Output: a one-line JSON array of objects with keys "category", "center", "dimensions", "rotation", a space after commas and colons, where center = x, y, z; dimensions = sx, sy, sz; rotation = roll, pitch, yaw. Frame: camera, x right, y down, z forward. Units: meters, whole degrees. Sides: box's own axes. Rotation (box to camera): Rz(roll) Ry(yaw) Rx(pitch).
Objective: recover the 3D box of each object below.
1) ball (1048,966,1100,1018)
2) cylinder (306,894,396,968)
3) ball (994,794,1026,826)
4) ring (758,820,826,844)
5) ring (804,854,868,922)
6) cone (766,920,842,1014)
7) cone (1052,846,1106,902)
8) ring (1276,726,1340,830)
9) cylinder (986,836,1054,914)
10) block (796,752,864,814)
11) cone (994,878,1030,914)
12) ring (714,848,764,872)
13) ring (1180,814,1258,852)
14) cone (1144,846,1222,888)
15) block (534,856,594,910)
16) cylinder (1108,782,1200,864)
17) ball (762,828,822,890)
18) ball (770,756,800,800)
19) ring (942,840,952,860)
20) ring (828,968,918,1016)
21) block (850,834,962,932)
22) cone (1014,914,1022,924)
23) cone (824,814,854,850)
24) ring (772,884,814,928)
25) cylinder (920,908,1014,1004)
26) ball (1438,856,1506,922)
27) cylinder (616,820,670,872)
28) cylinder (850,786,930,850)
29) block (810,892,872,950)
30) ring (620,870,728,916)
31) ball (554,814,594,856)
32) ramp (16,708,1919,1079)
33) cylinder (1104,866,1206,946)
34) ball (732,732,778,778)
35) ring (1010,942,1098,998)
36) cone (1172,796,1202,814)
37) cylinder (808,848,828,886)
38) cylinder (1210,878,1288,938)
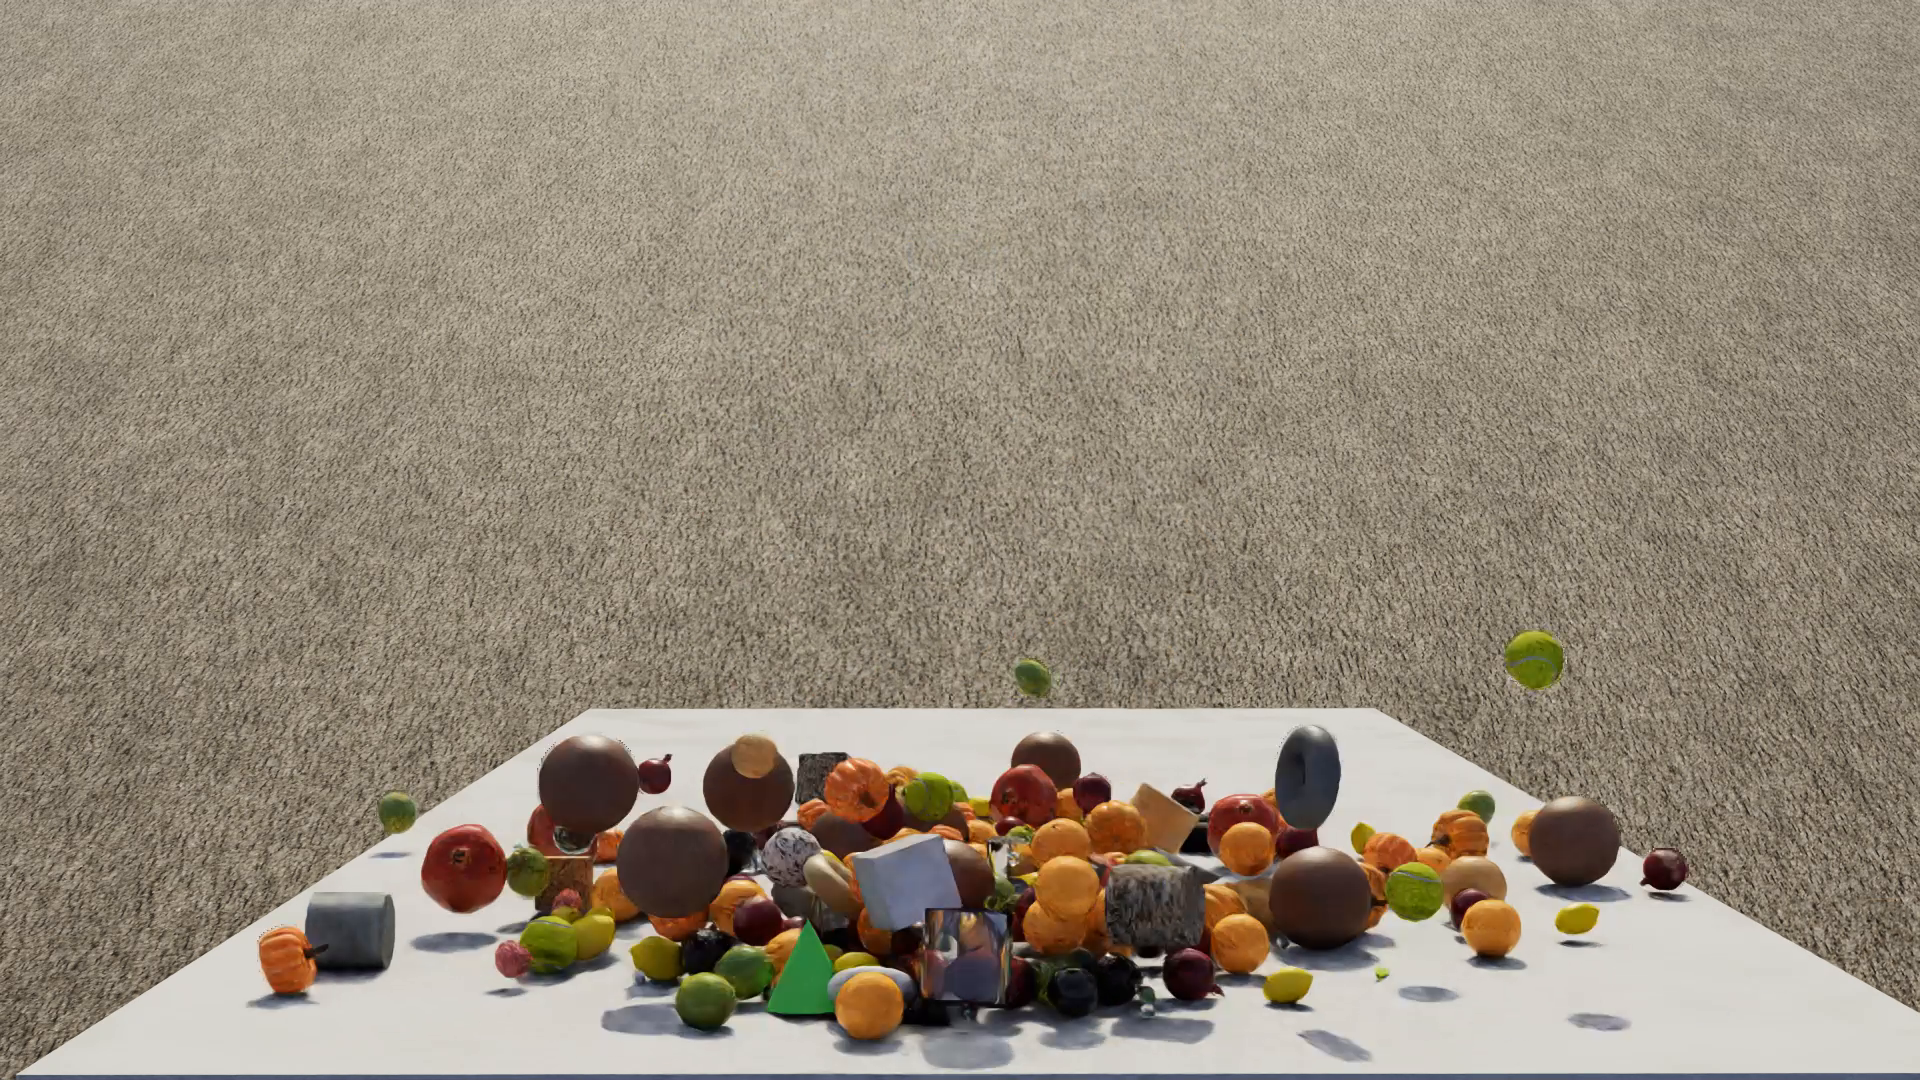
[{"category": "ball", "center": [0.124, 0.495, 2.824], "dimensions": [0.057, 0.057, 0.057], "rotation": [0, 26, 0]}, {"category": "cylinder", "center": [-0.736, 0.473, 3.118], "dimensions": [0.090, 0.090, 0.090], "rotation": [0, 26, -1]}, {"category": "ball", "center": [0.086, 0.458, 4.379], "dimensions": [0.055, 0.055, 0.055], "rotation": [0, 26, 0]}, {"category": "ring", "center": [-0.270, 0.473, 4.147], "dimensions": [0.110, 0.037, 0.110], "rotation": [-1, 1, 0]}, {"category": "ring", "center": [-0.146, 0.422, 3.128], "dimensions": [0.104, 0.035, 0.104], "rotation": [40, 4, -4]}, {"category": "cone", "center": [-0.168, 0.470, 2.872], "dimensions": [0.099, 0.099, 0.099], "rotation": [-2, -2, 0]}, {"category": "cone", "center": [0.134, 0.398, 3.161], "dimensions": [0.065, 0.065, 0.065], "rotation": [-25, 62, -41]}, {"category": "ring", "center": [0.393, 0.269, 2.918], "dimensions": [0.040, 0.120, 0.120], "rotation": [8, 23, -16]}, {"category": "cylinder", "center": [0.083, 0.459, 3.546], "dimensions": [0.094, 0.094, 0.094], "rotation": [0, 1, 0]}, {"category": "block", "center": [-0.226, 0.422, 4.467], "dimensions": [0.086, 0.086, 0.086], "rotation": [-3, -21, 20]}, {"category": "cone", "center": [0.078, 0.490, 3.464], "dimensions": [0.054, 0.054, 0.054], "rotation": [-8, 20, -16]}, {"category": "ring", "center": [-0.329, 0.484, 3.888], "dimensions": [0.087, 0.029, 0.087], "rotation": [0, 0, 0]}, {"category": "ring", "center": [0.400, 0.468, 4.116], "dimensions": [0.148, 0.049, 0.148], "rotation": [-1, 2, 0]}, {"category": "cone", "center": [0.304, 0.452, 3.439], "dimensions": [0.095, 0.095, 0.095], "rotation": [-3, 26, -13]}, {"category": "block", "center": [-0.541, 0.468, 3.524], "dimensions": [0.071, 0.071, 0.071], "rotation": [0, -5, -1]}, {"category": "cylinder", "center": [0.274, 0.407, 3.648], "dimensions": [0.095, 0.095, 0.095], "rotation": [33, 0, 0]}, {"category": "ball", "center": [-0.210, 0.399, 3.229], "dimensions": [0.076, 0.076, 0.076], "rotation": [0, 26, 0]}, {"category": "ball", "center": [-0.307, 0.436, 4.718], "dimensions": [0.081, 0.081, 0.081], "rotation": [0, 26, 0]}, {"category": "ring", "center": [-0.058, 0.480, 3.969], "dimensions": [0.095, 0.032, 0.095], "rotation": [-1, 1, 0]}, {"category": "ring", "center": [-0.095, 0.492, 2.812], "dimensions": [0.100, 0.100, 0.033], "rotation": [1, 63, 2]}, {"category": "block", "center": [-0.061, 0.390, 2.943], "dimensions": [0.085, 0.085, 0.085], "rotation": [-17, 1, -20]}, {"category": "cone", "center": [0.051, 0.472, 3.165], "dimensions": [0.061, 0.061, 0.061], "rotation": [-28, 29, -1]}, {"category": "cone", "center": [-0.203, 0.478, 4.119], "dimensions": [0.057, 0.057, 0.057], "rotation": [13, 36, 25]}, {"category": "ring", "center": [-0.205, 0.474, 3.344], "dimensions": [0.093, 0.093, 0.031], "rotation": [21, 61, 37]}, {"category": "cylinder", "center": [0.007, 0.443, 2.744], "dimensions": [0.095, 0.095, 0.095], "rotation": [4, -11, 1]}, {"category": "ball", "center": [0.683, 0.464, 3.436], "dimensions": [0.089, 0.089, 0.089], "rotation": [0, 26, 0]}, {"category": "cylinder", "center": [-0.464, 0.448, 3.780], "dimensions": [0.056, 0.056, 0.056], "rotation": [-48, 42, -11]}, {"category": "cylinder", "center": [-0.112, 0.445, 4.113], "dimensions": [0.094, 0.094, 0.094], "rotation": [15, 9, 28]}, {"category": "block", "center": [-0.149, 0.471, 3.230], "dimensions": [0.061, 0.061, 0.061], "rotation": [-2, 58, -14]}, {"category": "ring", "center": [-0.390, 0.483, 3.520], "dimensions": [0.149, 0.050, 0.149], "rotation": [1, 1, 0]}, {"category": "ball", "center": [-0.535, 0.409, 3.574], "dimensions": [0.056, 0.056, 0.056], "rotation": [0, 26, 0]}, {"category": "ramp", "center": [0.059, 0.530, 4.567], "dimensions": [2.000, 0.100, 4.000], "rotation": [0, 1, 0]}, {"category": "cylinder", "center": [0.218, 0.408, 2.878], "dimensions": [0.089, 0.089, 0.089], "rotation": [-3, 23, 22]}, {"category": "ball", "center": [-0.269, 0.282, 3.380], "dimensions": [0.061, 0.061, 0.061], "rotation": [0, 26, 0]}, {"category": "ring", "center": [0.089, 0.497, 2.981], "dimensions": [0.140, 0.047, 0.140], "rotation": [-2, 3, 0]}, {"category": "cone", "center": [0.350, 0.471, 4.251], "dimensions": [0.075, 0.075, 0.075], "rotation": [13, 59, -23]}, {"category": "cylinder", "center": [-0.231, 0.472, 3.738], "dimensions": [0.060, 0.060, 0.060], "rotation": [22, 8, 38]}, {"category": "cylinder", "center": [0.374, 0.476, 3.337], "dimensions": [0.071, 0.071, 0.071], "rotation": [-1, 22, -38]}]
